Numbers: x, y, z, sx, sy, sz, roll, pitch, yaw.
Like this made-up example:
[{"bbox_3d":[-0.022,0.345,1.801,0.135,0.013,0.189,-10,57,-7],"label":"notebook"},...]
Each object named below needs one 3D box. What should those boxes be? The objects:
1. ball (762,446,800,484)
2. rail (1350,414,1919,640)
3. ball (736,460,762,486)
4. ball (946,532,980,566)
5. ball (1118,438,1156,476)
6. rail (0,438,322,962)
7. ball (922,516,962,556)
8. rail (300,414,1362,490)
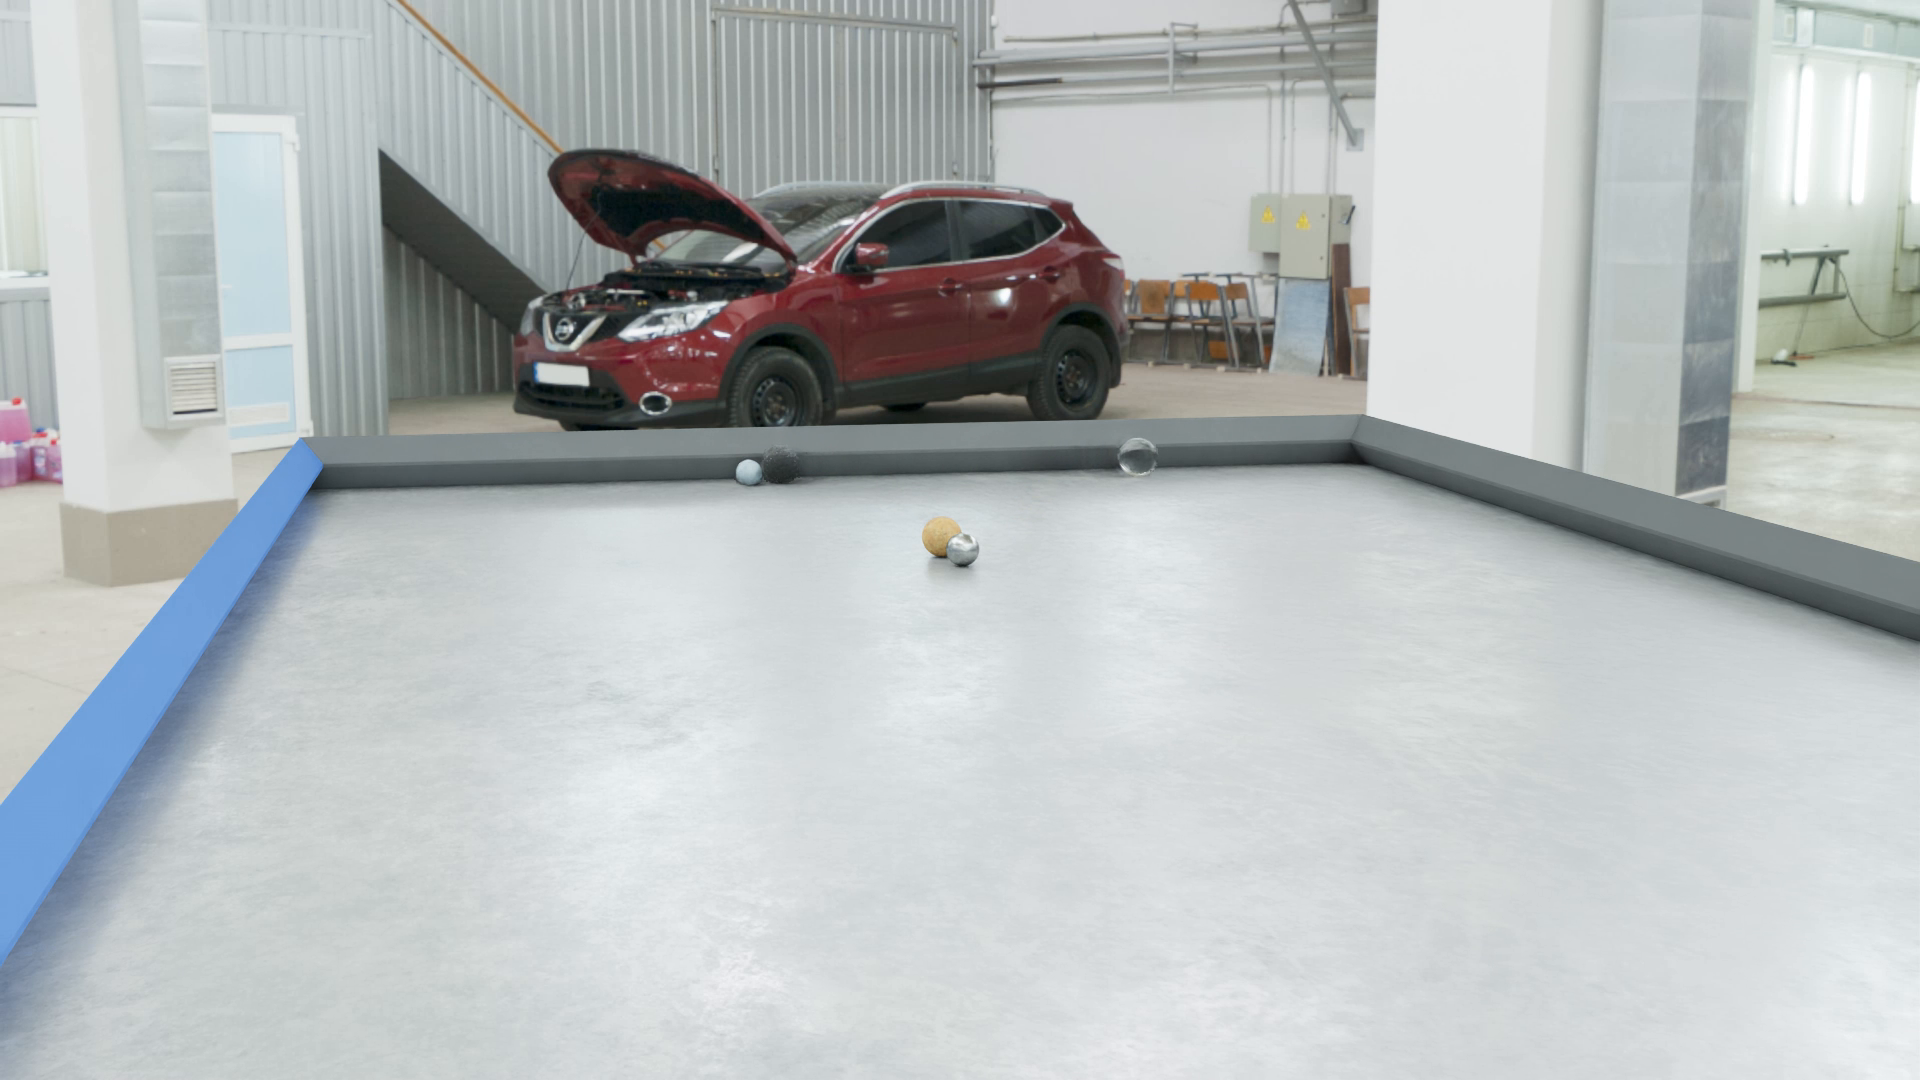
[{"bbox_3d":[-0.352,-0.149,4.320,0.075,0.075,0.075,0,9,0],"label":"ball"},{"bbox_3d":[1.246,0.108,2.643,0.045,0.100,4.154,-2,9,-11],"label":"rail"},{"bbox_3d":[-0.413,-0.132,4.294,0.050,0.050,0.050,0,9,0],"label":"ball"},{"bbox_3d":[0.004,0.014,3.381,0.052,0.052,0.052,0,9,0],"label":"ball"},{"bbox_3d":[0.357,-0.167,4.428,0.077,0.077,0.077,0,9,0],"label":"ball"},{"bbox_3d":[-0.830,0.175,2.225,0.045,0.100,4.154,-2,9,-11],"label":"rail"},{"bbox_3d":[-0.028,-0.005,3.465,0.064,0.064,0.064,0,9,0],"label":"ball"},{"bbox_3d":[-0.203,-0.178,4.420,2.166,0.100,0.045,-2,9,-11],"label":"rail"}]
